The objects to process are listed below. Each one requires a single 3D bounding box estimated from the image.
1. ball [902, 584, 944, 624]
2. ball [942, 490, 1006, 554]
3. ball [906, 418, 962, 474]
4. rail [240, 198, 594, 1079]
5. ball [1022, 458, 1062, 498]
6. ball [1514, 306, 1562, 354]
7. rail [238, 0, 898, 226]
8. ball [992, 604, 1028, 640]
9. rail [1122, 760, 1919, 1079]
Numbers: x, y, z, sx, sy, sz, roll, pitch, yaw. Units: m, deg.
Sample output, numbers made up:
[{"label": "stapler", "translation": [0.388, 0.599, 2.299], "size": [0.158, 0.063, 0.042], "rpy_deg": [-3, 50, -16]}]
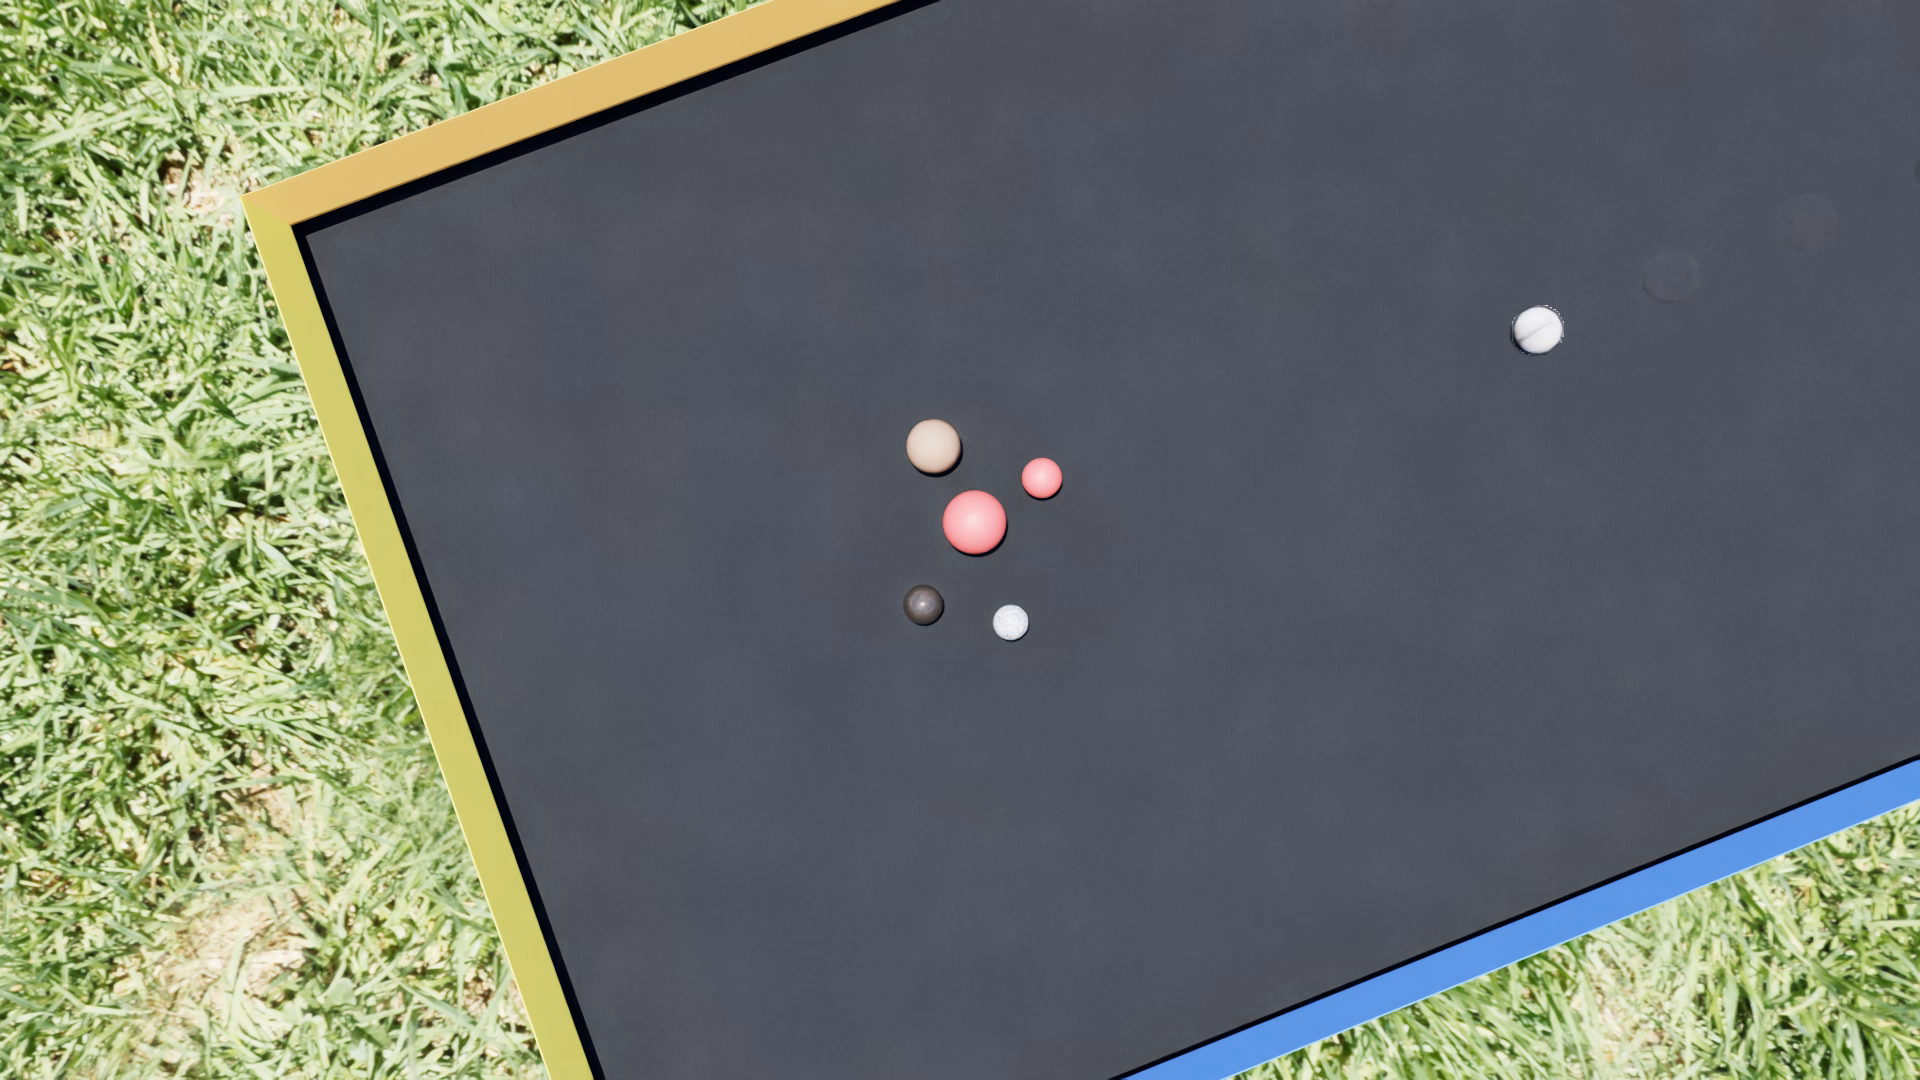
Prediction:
[{"label": "ball", "translation": [-0.055, 0.096, 3.262], "size": [0.059, 0.059, 0.059], "rpy_deg": [0, 81, 0]}, {"label": "ball", "translation": [0.022, -0.026, 3.263], "size": [0.095, 0.095, 0.095], "rpy_deg": [0, 81, 0]}, {"label": "ball", "translation": [-0.039, -0.140, 3.287], "size": [0.083, 0.083, 0.083], "rpy_deg": [0, 81, 0]}, {"label": "rail", "translation": [-0.737, 0.279, 3.201], "size": [0.045, 0.124, 1.712], "rpy_deg": [-21, 82, -3]}, {"label": "ball", "translation": [0.123, -0.093, 3.291], "size": [0.061, 0.061, 0.061], "rpy_deg": [0, 81, 0]}, {"label": "ball", "translation": [0.873, -0.317, 3.320], "size": [0.071, 0.071, 0.071], "rpy_deg": [0, 81, 0]}, {"label": "rail", "translation": [0.457, -1.063, 3.407], "size": [3.258, 0.124, 0.045], "rpy_deg": [-21, 82, -3]}, {"label": "ball", "translation": [0.075, 0.122, 3.262], "size": [0.054, 0.054, 0.054], "rpy_deg": [0, 81, 0]}, {"label": "rail", "translation": [1.061, 0.470, 3.171], "size": [3.258, 0.124, 0.045], "rpy_deg": [-21, 82, -3]}]
